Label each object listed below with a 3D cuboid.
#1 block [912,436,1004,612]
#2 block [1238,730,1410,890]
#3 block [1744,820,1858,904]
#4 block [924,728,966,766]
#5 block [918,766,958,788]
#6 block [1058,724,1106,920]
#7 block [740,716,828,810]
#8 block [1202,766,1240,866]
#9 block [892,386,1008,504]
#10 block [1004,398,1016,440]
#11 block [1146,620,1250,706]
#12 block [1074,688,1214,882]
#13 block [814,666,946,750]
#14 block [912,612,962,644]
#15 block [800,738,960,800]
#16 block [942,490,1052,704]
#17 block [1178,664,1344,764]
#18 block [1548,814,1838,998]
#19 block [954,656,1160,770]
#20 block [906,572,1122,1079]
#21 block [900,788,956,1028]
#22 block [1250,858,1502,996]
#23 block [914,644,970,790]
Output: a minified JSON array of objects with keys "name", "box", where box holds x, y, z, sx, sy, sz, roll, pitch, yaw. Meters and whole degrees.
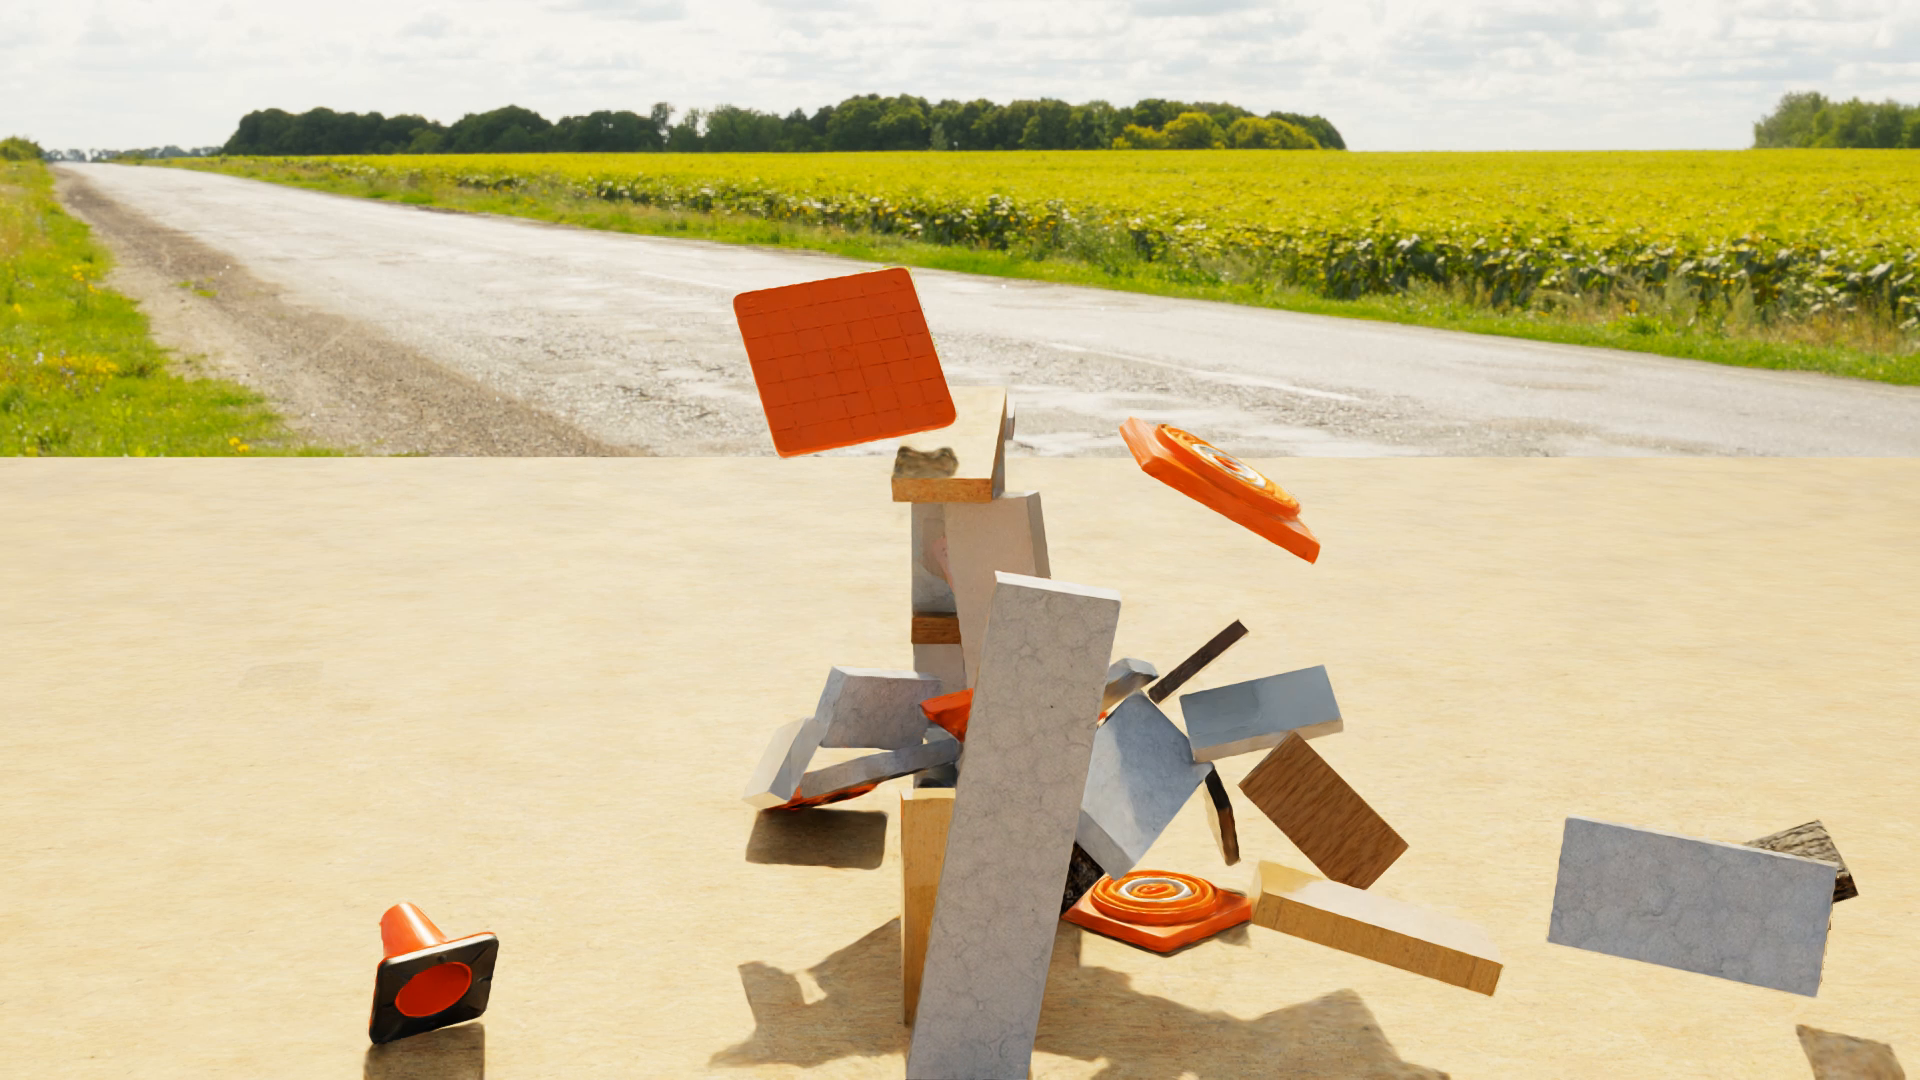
[{"name":"block","box":[-0.004,-0.039,4.013,0.168,0.337,0.048,0,12,0]},{"name":"block","box":[0.523,0.397,3.171,0.230,0.115,0.033,45,0,4]},{"name":"block","box":[1.205,0.472,3.158,0.115,0.033,0.230,-21,7,15]},{"name":"block","box":[-0.006,0.359,3.724,0.100,0.028,0.201,-1,11,-4]},{"name":"block","box":[-0.010,0.395,3.521,0.097,0.028,0.194,4,5,4]},{"name":"block","box":[0.151,0.461,3.377,0.168,0.337,0.048,45,2,3]},{"name":"block","box":[-0.275,0.349,3.422,0.036,0.129,0.257,30,-15,-9]},{"name":"block","box":[0.434,0.460,3.672,0.025,0.179,0.090,-19,50,-2]},{"name":"block","box":[-0.015,-0.171,3.855,0.168,0.048,0.337,1,31,6]},{"name":"block","box":[0.028,-0.233,4.197,0.152,0.043,0.304,0,11,2]},{"name":"block","box":[0.367,0.190,3.390,0.179,0.025,0.090,-39,-10,3]},{"name":"block","box":[0.249,0.358,3.264,0.168,0.048,0.337,46,32,4]},{"name":"block","box":[-0.138,0.281,3.661,0.036,0.129,0.257,26,11,36]},{"name":"block","box":[-0.003,0.134,4.140,0.169,0.048,0.338,0,10,0]},{"name":"block","box":[-0.125,0.359,3.466,0.129,0.036,0.257,-20,-9,32]},{"name":"block","box":[0.085,0.163,3.807,0.168,0.494,0.048,-1,13,32]},{"name":"block","box":[0.461,0.267,3.377,0.230,0.033,0.115,-12,42,2]},{"name":"block","box":[0.883,0.439,2.659,0.312,0.156,0.044,9,1,23]},{"name":"block","box":[0.149,0.281,3.432,0.341,0.025,0.090,-34,-26,24]},{"name":"block","box":[0.063,0.387,2.810,0.156,0.697,0.044,9,16,-4]},{"name":"block","box":[0.002,0.520,3.122,0.168,0.337,0.048,-1,10,-7]},{"name":"block","box":[0.532,0.498,2.840,0.312,0.044,0.156,16,8,4]},{"name":"block","box":[0.000,0.343,4.074,0.169,0.338,0.048,0,10,2]}]
